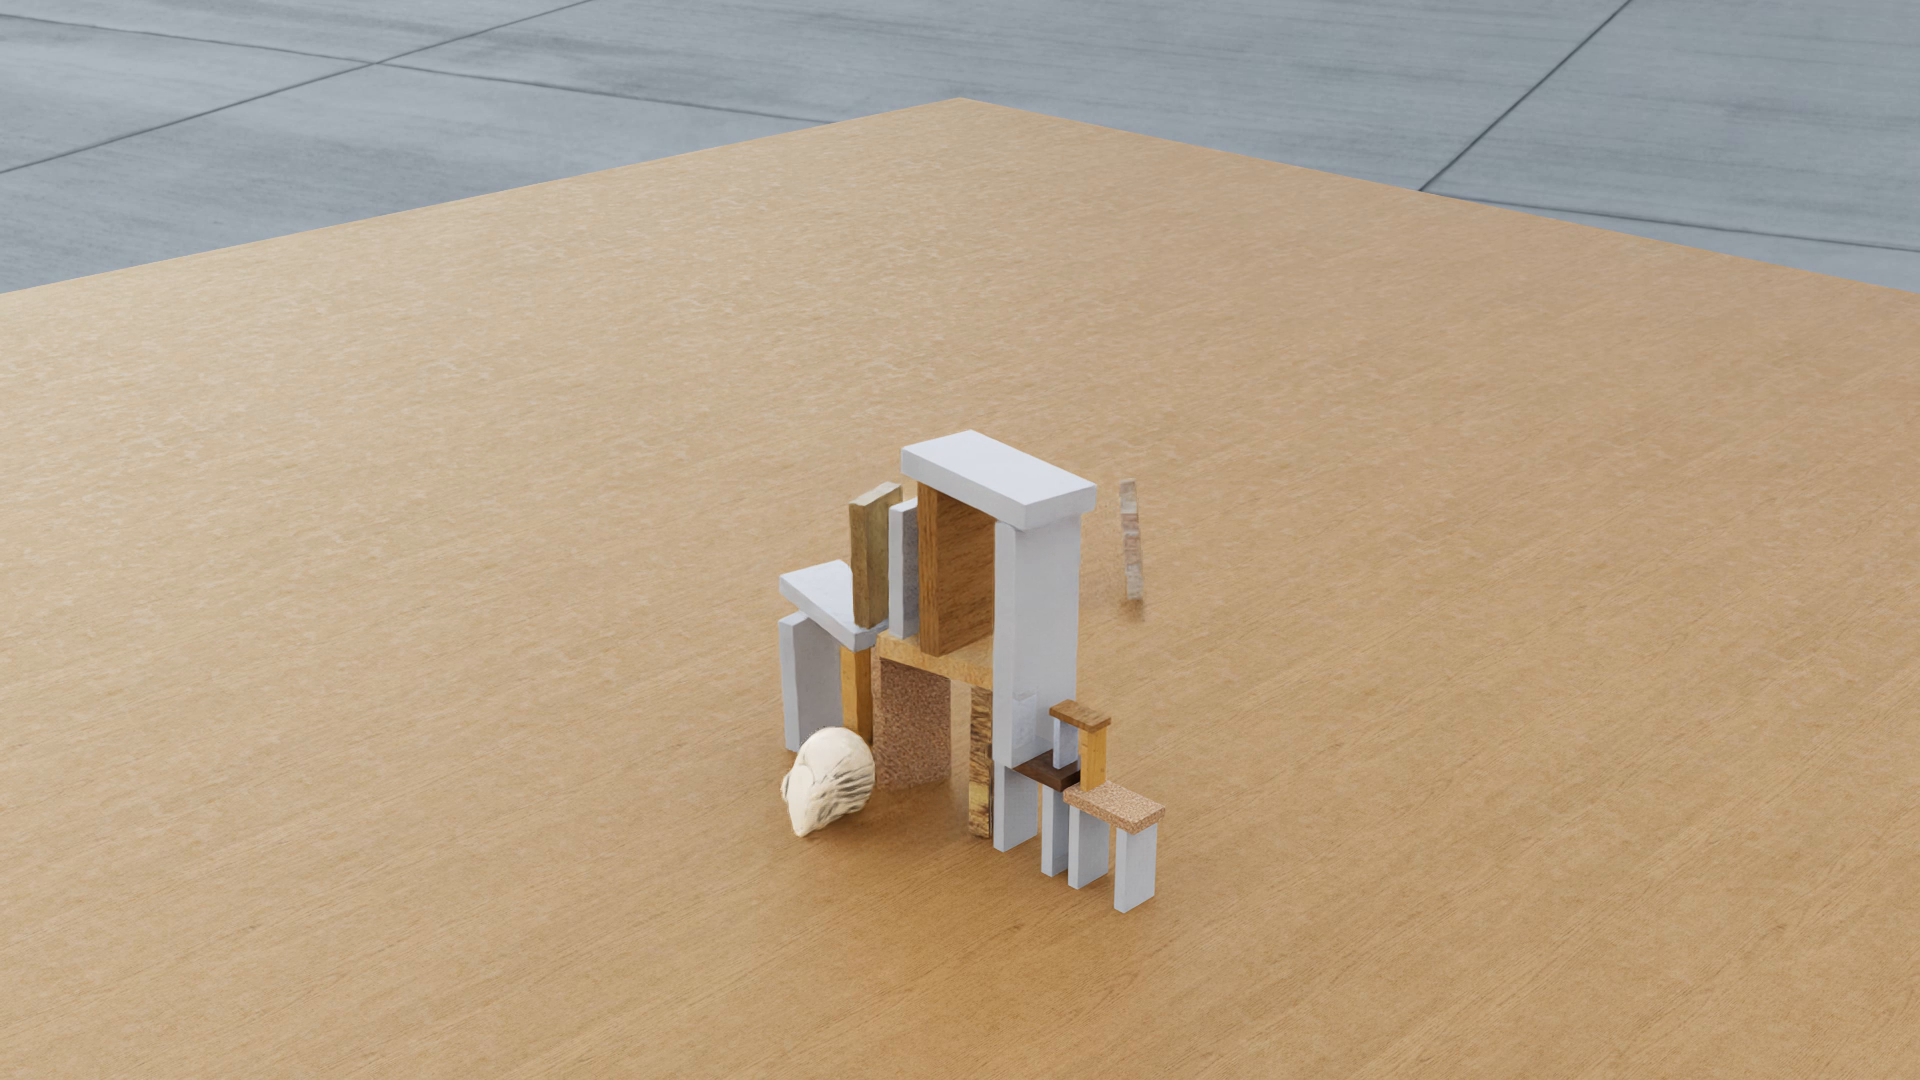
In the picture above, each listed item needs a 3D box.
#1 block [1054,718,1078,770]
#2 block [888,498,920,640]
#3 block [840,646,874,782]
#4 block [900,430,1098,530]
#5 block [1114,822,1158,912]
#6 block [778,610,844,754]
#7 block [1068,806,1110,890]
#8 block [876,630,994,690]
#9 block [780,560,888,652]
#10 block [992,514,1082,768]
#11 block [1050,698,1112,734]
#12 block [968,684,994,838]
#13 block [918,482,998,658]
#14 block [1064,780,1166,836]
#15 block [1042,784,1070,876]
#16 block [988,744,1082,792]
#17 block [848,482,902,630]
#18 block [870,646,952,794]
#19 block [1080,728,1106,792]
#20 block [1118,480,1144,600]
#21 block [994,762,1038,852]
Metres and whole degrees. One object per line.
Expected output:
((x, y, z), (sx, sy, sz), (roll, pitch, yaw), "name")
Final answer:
((0.201, 0.376, 4.172), (0.015, 0.107, 0.054), (21, 31, 41), "block")
((-0.083, 0.050, 4.372), (0.038, 0.267, 0.134), (16, 25, 38), "block")
((-0.176, 0.340, 4.573), (0.042, 0.300, 0.150), (18, 30, 39), "block")
((0.069, -0.116, 4.125), (0.178, 0.050, 0.355), (-16, 29, -37), "block")
((0.329, 0.602, 4.116), (0.025, 0.176, 0.088), (21, 31, 41), "block")
((-0.313, 0.289, 4.693), (0.042, 0.300, 0.150), (15, 27, 36), "block")
((0.246, 0.570, 4.192), (0.025, 0.175, 0.088), (21, 31, 41), "block")
((0.006, 0.221, 4.363), (0.314, 0.044, 0.157), (15, 25, 33), "block")
((-0.237, 0.135, 4.592), (0.150, 0.042, 0.300), (-15, 31, -31), "block")
((0.144, 0.176, 4.148), (0.178, 0.493, 0.050), (-21, 31, -40), "block")
((0.225, 0.330, 4.123), (0.107, 0.015, 0.054), (21, 31, 40), "block")
((0.076, 0.414, 4.369), (0.044, 0.314, 0.157), (11, 21, 26), "block")
((-0.002, 0.033, 4.293), (0.050, 0.356, 0.178), (16, 26, 39), "block")
((0.288, 0.494, 4.115), (0.088, 0.025, 0.175), (-21, 31, -41), "block")
((0.201, 0.543, 4.234), (0.097, 0.193, 0.027), (-21, 31, -41), "block")
((0.156, 0.423, 4.233), (0.097, 0.027, 0.194), (-21, 31, -40), "block")
((-0.166, 0.031, 4.454), (0.038, 0.267, 0.134), (12, 26, 30), "block")
((-0.100, 0.355, 4.521), (0.157, 0.314, 0.044), (-12, 25, -26), "block")
((0.251, 0.406, 4.129), (0.054, 0.128, 0.015), (-21, 31, -41), "block")
((0.415, -0.002, 5.344), (0.038, 0.284, 0.134), (-4, 4, 4), "block")
((0.110, 0.507, 4.318), (0.097, 0.194, 0.027), (-21, 31, -41), "block")
